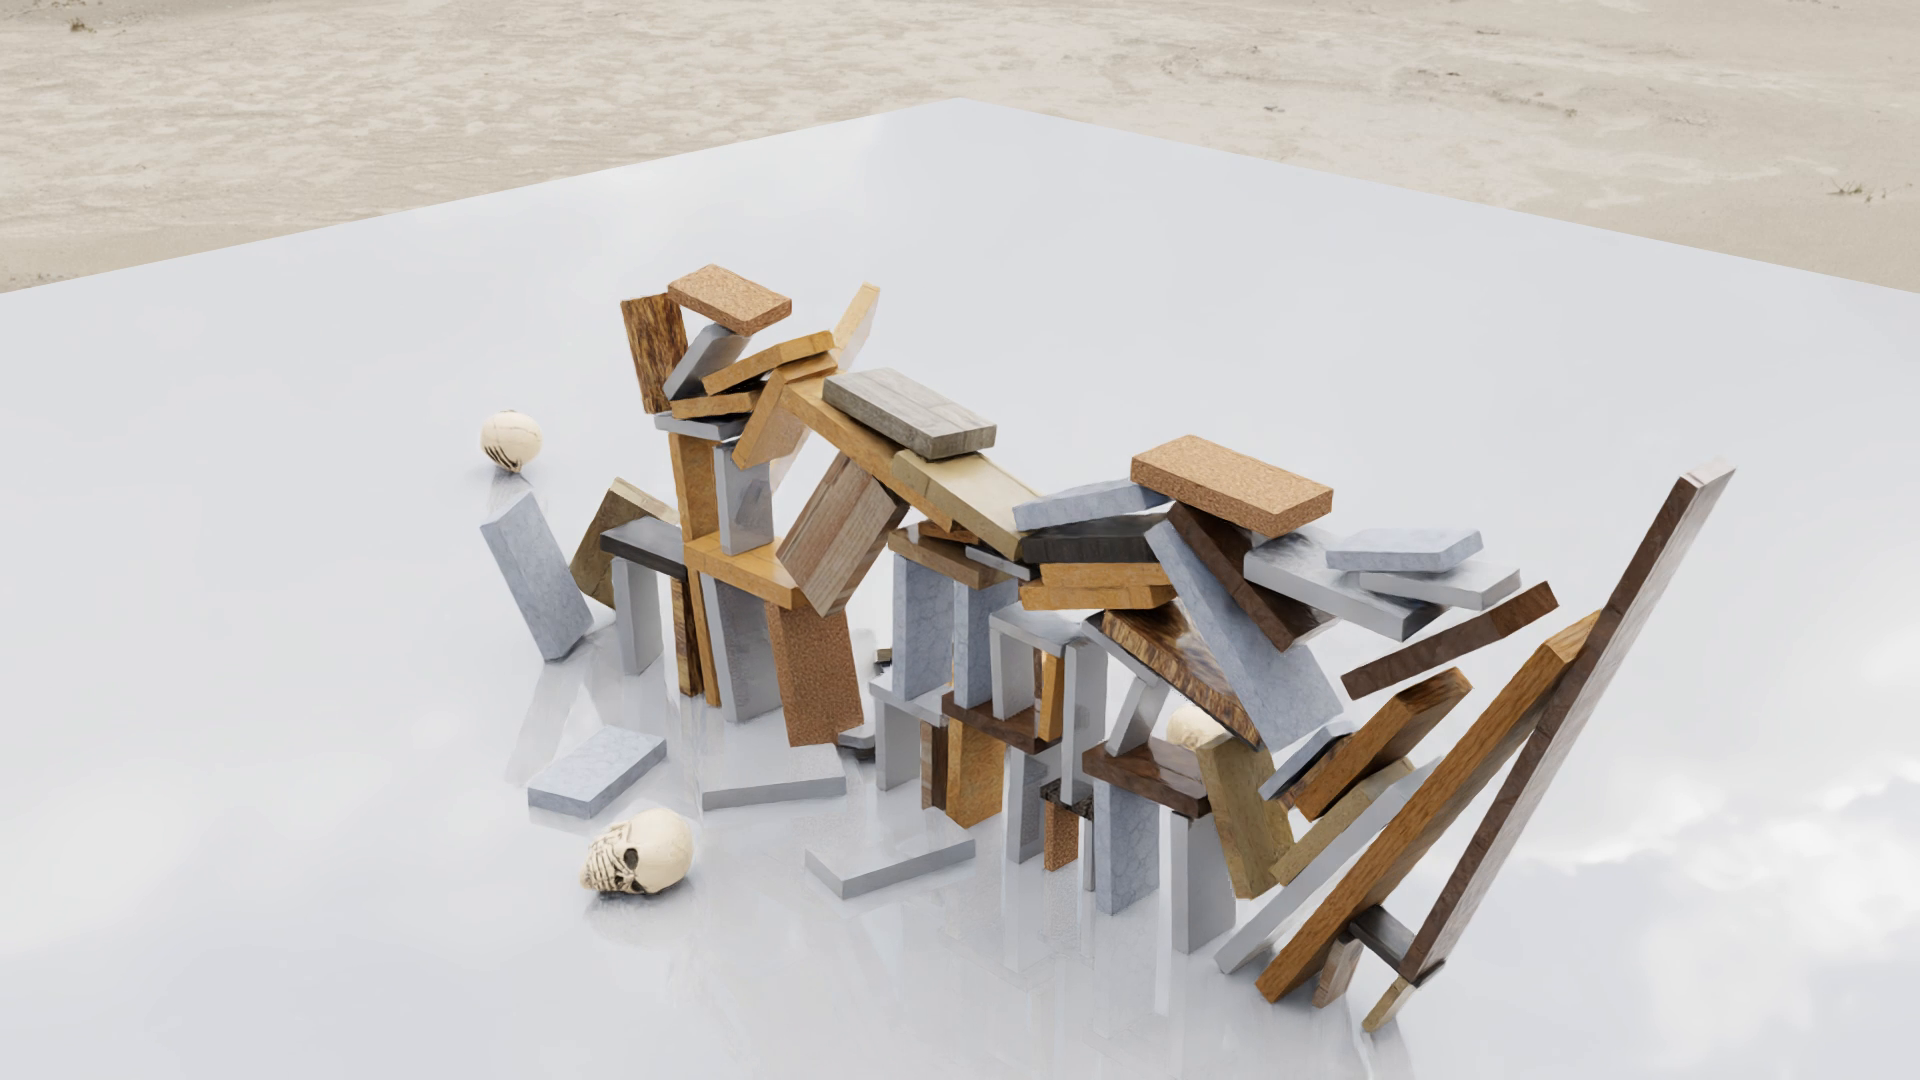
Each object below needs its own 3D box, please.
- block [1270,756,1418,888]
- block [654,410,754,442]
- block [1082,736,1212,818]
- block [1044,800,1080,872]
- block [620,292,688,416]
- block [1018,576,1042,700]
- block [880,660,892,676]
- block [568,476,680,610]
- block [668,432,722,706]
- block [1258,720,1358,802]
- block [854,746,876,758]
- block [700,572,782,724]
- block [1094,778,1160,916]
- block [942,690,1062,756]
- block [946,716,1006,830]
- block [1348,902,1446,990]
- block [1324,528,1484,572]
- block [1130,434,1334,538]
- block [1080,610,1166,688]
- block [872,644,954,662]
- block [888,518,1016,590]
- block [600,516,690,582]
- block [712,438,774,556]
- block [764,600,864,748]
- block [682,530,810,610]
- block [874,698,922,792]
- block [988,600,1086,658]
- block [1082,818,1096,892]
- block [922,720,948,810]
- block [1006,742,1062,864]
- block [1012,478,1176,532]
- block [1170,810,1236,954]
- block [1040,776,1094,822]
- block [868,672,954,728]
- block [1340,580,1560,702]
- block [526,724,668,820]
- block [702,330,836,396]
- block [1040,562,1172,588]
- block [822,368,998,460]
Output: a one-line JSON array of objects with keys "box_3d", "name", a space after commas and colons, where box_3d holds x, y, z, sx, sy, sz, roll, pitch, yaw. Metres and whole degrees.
[{"box_3d": [0.649, 0.477, 3.717, 0.140, 0.280, 0.040, -21, 66, -42], "name": "block"}, {"box_3d": [-0.537, -0.254, 4.698, 0.119, 0.034, 0.239, -20, 21, -38], "name": "block"}, {"box_3d": [0.371, 0.422, 3.995, 0.138, 0.039, 0.276, -21, 28, -40], "name": "block"}, {"box_3d": [0.197, 0.559, 4.251, 0.021, 0.150, 0.075, 21, 31, 40], "name": "block"}, {"box_3d": [-0.643, -0.402, 4.730, 0.123, 0.247, 0.035, -18, 9, -39], "name": "block"}, {"box_3d": [0.106, 0.229, 4.715, 0.050, 0.355, 0.177, -3, -8, 37], "name": "block"}, {"box_3d": [-0.118, 0.324, 4.964, 0.094, 0.027, 0.188, -5, 23, -11], "name": "block"}, {"box_3d": [-0.803, 0.019, 5.217, 0.177, 0.354, 0.050, 30, 42, -6], "name": "block"}, {"box_3d": [-0.543, 0.052, 4.837, 0.034, 0.627, 0.119, 10, 24, 43], "name": "block"}, {"box_3d": [0.591, 0.374, 3.734, 0.089, 0.178, 0.025, -5, 53, -51], "name": "block"}, {"box_3d": [-0.159, 0.438, 4.667, 0.117, 0.017, 0.058, -15, 1, -23], "name": "block"}, {"box_3d": [-0.462, 0.212, 4.822, 0.170, 0.340, 0.048, -21, 21, -41], "name": "block"}, {"box_3d": [0.313, 0.548, 4.112, 0.138, 0.276, 0.039, -21, 28, -40], "name": "block"}, {"box_3d": [0.096, 0.339, 4.270, 0.126, 0.036, 0.251, -21, 31, -40], "name": "block"}, {"box_3d": [0.032, 0.447, 4.383, 0.126, 0.251, 0.036, -21, 33, -40], "name": "block"}, {"box_3d": [0.737, 0.684, 3.712, 0.153, 0.022, 0.077, 40, 42, 26], "name": "block"}, {"box_3d": [0.699, 0.015, 3.473, 0.111, 0.031, 0.222, -25, 16, -39], "name": "block"}, {"box_3d": [0.454, -0.094, 3.696, 0.155, 0.044, 0.310, -22, 34, -40], "name": "block"}, {"box_3d": [0.317, 0.190, 3.962, 0.094, 0.027, 0.187, -21, 48, -41], "name": "block"}, {"box_3d": [-0.103, 0.260, 5.061, 0.188, 0.027, 0.094, -4, -5, -9], "name": "block"}, {"box_3d": [-0.003, 0.023, 4.246, 0.132, 0.037, 0.264, -19, 29, -37], "name": "block"}, {"box_3d": [-0.661, 0.018, 4.943, 0.282, 0.040, 0.141, 18, 29, 37], "name": "block"}, {"box_3d": [-0.459, -0.097, 4.679, 0.119, 0.238, 0.034, -21, 27, -40], "name": "block"}, {"box_3d": [-0.306, 0.273, 4.680, 0.170, 0.340, 0.048, -20, 17, -38], "name": "block"}, {"box_3d": [-0.415, 0.053, 4.696, 0.340, 0.048, 0.170, 20, 30, 39], "name": "block"}, {"box_3d": [-0.127, 0.406, 4.539, 0.103, 0.207, 0.029, -21, 31, -40], "name": "block"}, {"box_3d": [0.153, 0.166, 4.125, 0.092, 0.026, 0.184, -22, 32, -40], "name": "block"}, {"box_3d": [0.268, 0.587, 4.185, 0.021, 0.150, 0.075, 21, 31, 40], "name": "block"}, {"box_3d": [-0.030, 0.445, 4.447, 0.103, 0.207, 0.029, -21, 31, -40], "name": "block"}, {"box_3d": [0.150, 0.494, 4.274, 0.126, 0.251, 0.036, -21, 34, -41], "name": "block"}, {"box_3d": [0.265, -0.075, 3.942, 0.163, 0.046, 0.327, -18, 6, -41], "name": "block"}, {"box_3d": [0.443, 0.599, 3.994, 0.039, 0.276, 0.138, 17, 28, 42], "name": "block"}, {"box_3d": [0.233, 0.493, 4.186, 0.150, 0.021, 0.075, 21, 31, 40], "name": "block"}, {"box_3d": [-0.076, 0.316, 4.448, 0.103, 0.029, 0.207, -21, 31, -40], "name": "block"}, {"box_3d": [0.766, 0.160, 3.457, 0.162, 0.046, 0.323, -22, -7, -41], "name": "block"}, {"box_3d": [-0.752, 0.480, 4.575, 0.148, 0.042, 0.297, 10, 25, 22], "name": "block"}, {"box_3d": [-0.394, -0.362, 4.505, 0.140, 0.040, 0.279, -21, 3, -41], "name": "block"}, {"box_3d": [0.310, 0.039, 3.917, 0.310, 0.044, 0.155, -3, 14, 43], "name": "block"}, {"box_3d": [-0.101, -0.250, 4.292, 0.166, 0.047, 0.331, -13, 32, -40], "name": "block"}]
